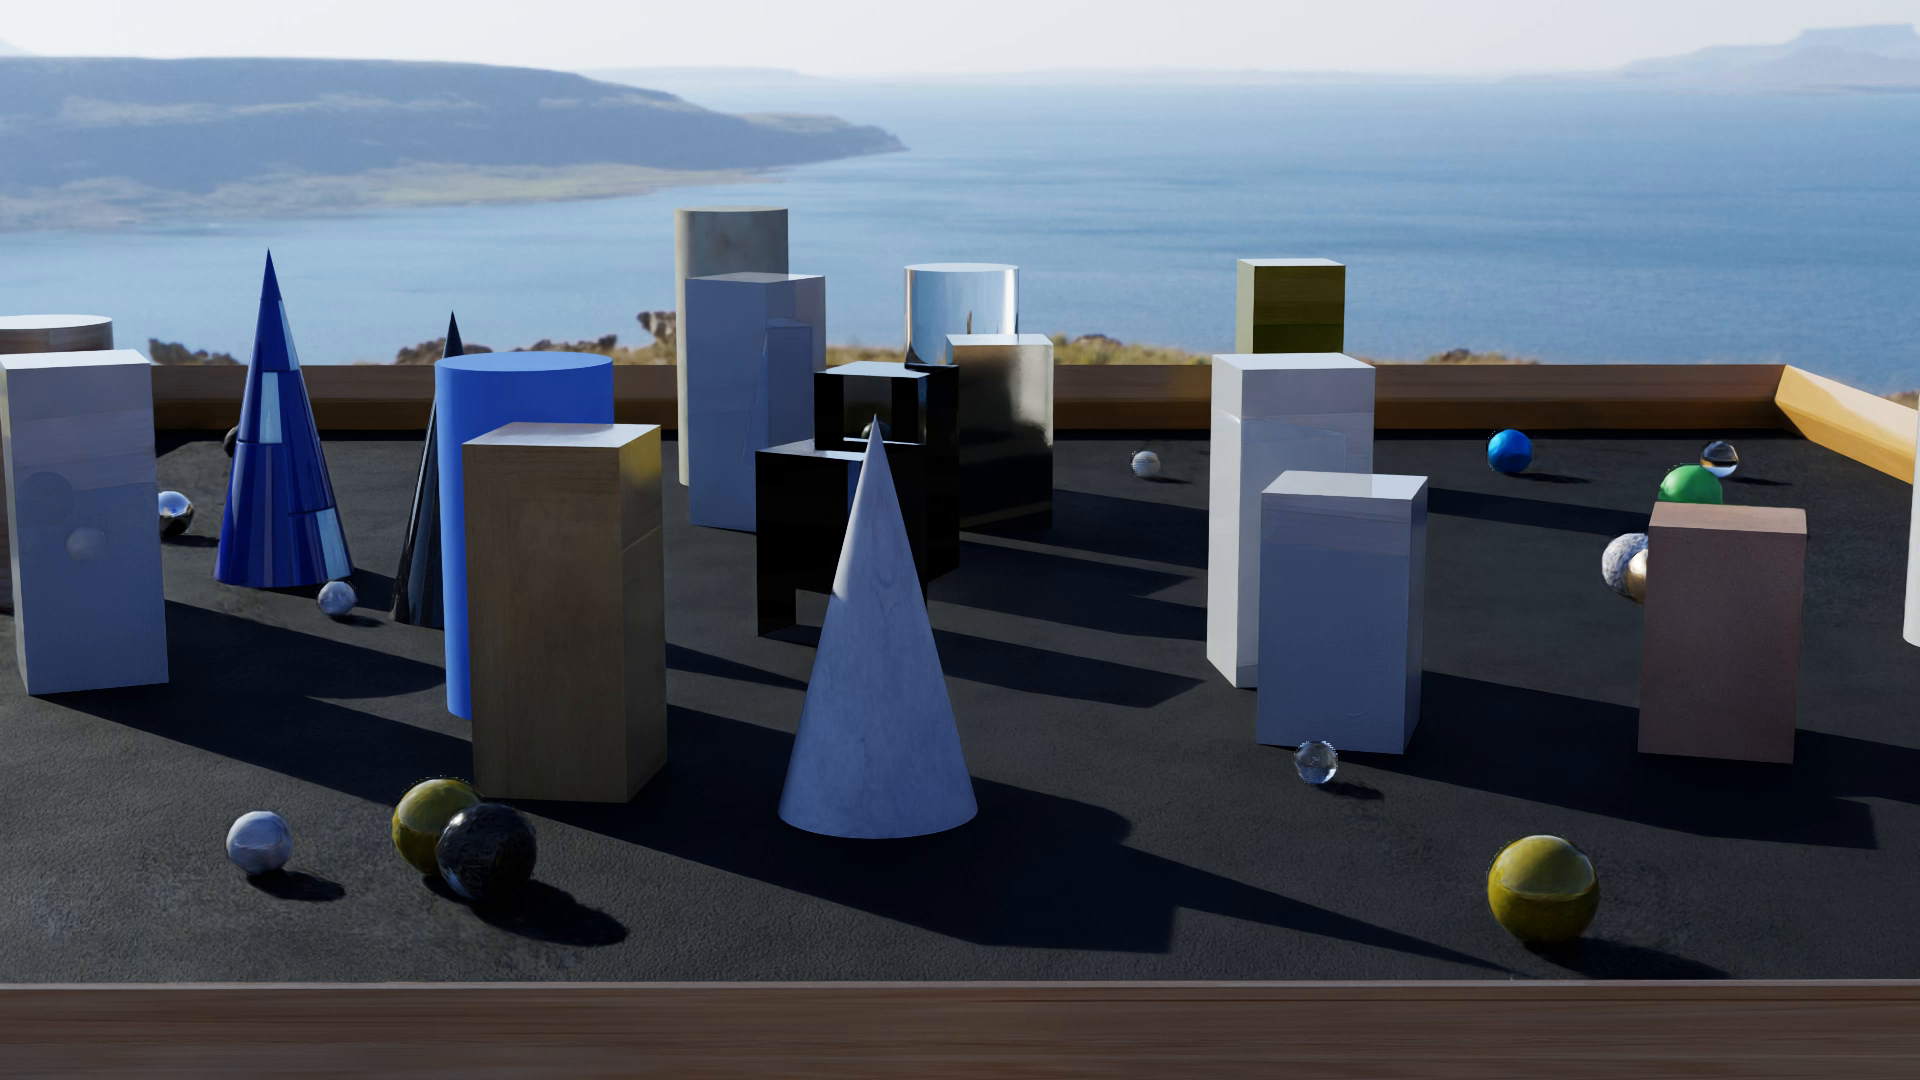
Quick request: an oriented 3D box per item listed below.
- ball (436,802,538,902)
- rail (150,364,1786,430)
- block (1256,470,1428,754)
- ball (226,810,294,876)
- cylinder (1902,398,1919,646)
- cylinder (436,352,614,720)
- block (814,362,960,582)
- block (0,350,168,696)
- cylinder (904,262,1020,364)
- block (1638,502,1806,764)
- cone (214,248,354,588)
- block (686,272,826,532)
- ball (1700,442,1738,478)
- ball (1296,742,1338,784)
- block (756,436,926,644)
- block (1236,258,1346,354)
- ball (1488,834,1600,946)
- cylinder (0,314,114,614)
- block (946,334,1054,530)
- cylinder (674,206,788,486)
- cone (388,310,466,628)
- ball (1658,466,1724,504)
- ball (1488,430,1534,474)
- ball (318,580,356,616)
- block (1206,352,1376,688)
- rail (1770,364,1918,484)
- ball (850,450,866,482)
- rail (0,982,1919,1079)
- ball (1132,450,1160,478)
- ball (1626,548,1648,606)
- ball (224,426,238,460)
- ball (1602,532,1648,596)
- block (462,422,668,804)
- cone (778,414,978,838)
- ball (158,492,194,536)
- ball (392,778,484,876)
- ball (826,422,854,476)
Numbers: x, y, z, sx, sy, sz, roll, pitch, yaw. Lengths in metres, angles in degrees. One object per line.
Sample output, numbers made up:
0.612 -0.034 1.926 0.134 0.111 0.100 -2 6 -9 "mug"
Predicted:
-0.417 0.275 2.261 0.088 0.088 0.088 0 10 0 "ball"
-0.010 -0.286 5.171 3.369 0.129 0.045 0 10 0 "rail"
0.421 0.076 2.819 0.159 0.277 0.159 3 11 16 "block"
-0.637 0.276 2.336 0.059 0.059 0.059 0 10 0 "ball"
1.312 -0.097 3.242 0.199 0.463 0.199 0 10 0 "cylinder"
-0.492 -0.007 2.932 0.199 0.397 0.199 0 10 0 "cylinder"
-0.104 -0.099 3.704 0.159 0.297 0.159 4 11 21 "block"
-1.051 -0.026 3.073 0.159 0.384 0.159 -5 11 -23 "block"
0.002 -0.280 4.445 0.199 0.384 0.199 0 10 0 "cylinder"
0.827 0.097 2.785 0.159 0.247 0.159 3 11 17 "block"
-0.981 -0.184 3.682 0.199 0.474 0.199 0 10 0 "cone"
-0.325 -0.224 4.114 0.159 0.394 0.159 6 12 31 "block"
1.357 -0.143 4.586 0.064 0.064 0.064 0 10 0 "ball"
0.366 0.229 2.632 0.043 0.043 0.043 0 10 0 "ball"
-0.152 0.001 3.320 0.159 0.242 0.159 6 12 30 "block"
0.577 -0.295 4.516 0.159 0.388 0.159 -1 11 -5 "block"
0.489 0.293 2.149 0.093 0.093 0.093 0 10 0 "ball"
-1.254 -0.108 3.516 0.199 0.384 0.199 0 10 0 "cylinder"
0.062 -0.176 4.132 0.159 0.294 0.159 -1 11 -4 "block"
-0.399 -0.342 4.517 0.199 0.480 0.199 0 10 0 "cylinder"
-0.671 -0.104 3.426 0.199 0.409 0.199 0 10 0 "cone"
1.166 -0.070 4.094 0.099 0.099 0.099 0 10 0 "ball"
0.993 -0.159 4.627 0.080 0.080 0.080 0 10 0 "ball"
-0.833 0.078 3.432 0.048 0.048 0.048 0 10 0 "ball"
0.396 -0.027 3.093 0.159 0.379 0.159 -1 11 -7 "block"
1.661 0.031 3.458 0.045 0.129 3.551 0 10 0 "rail"
-0.160 -0.127 4.501 0.064 0.064 0.064 0 10 0 "ball"
0.010 0.352 1.726 3.369 0.129 0.045 0 10 0 "rail"
0.332 -0.135 4.583 0.049 0.049 0.049 0 10 0 "ball"
0.946 0.052 3.473 0.086 0.086 0.086 0 10 0 "ball"
-1.331 -0.178 4.764 0.068 0.068 0.068 0 10 0 "ball"
0.936 0.034 3.559 0.089 0.089 0.089 0 10 0 "ball"
-0.400 0.070 2.621 0.159 0.360 0.159 1 11 8 "block"
-0.082 0.072 2.510 0.199 0.396 0.199 0 10 0 "cone"
-1.235 -0.041 4.013 0.071 0.071 0.071 0 10 0 "ball"
-0.472 0.261 2.334 0.089 0.089 0.089 0 10 0 "ball"
-0.238 -0.165 4.614 0.097 0.097 0.097 0 10 0 "ball"
